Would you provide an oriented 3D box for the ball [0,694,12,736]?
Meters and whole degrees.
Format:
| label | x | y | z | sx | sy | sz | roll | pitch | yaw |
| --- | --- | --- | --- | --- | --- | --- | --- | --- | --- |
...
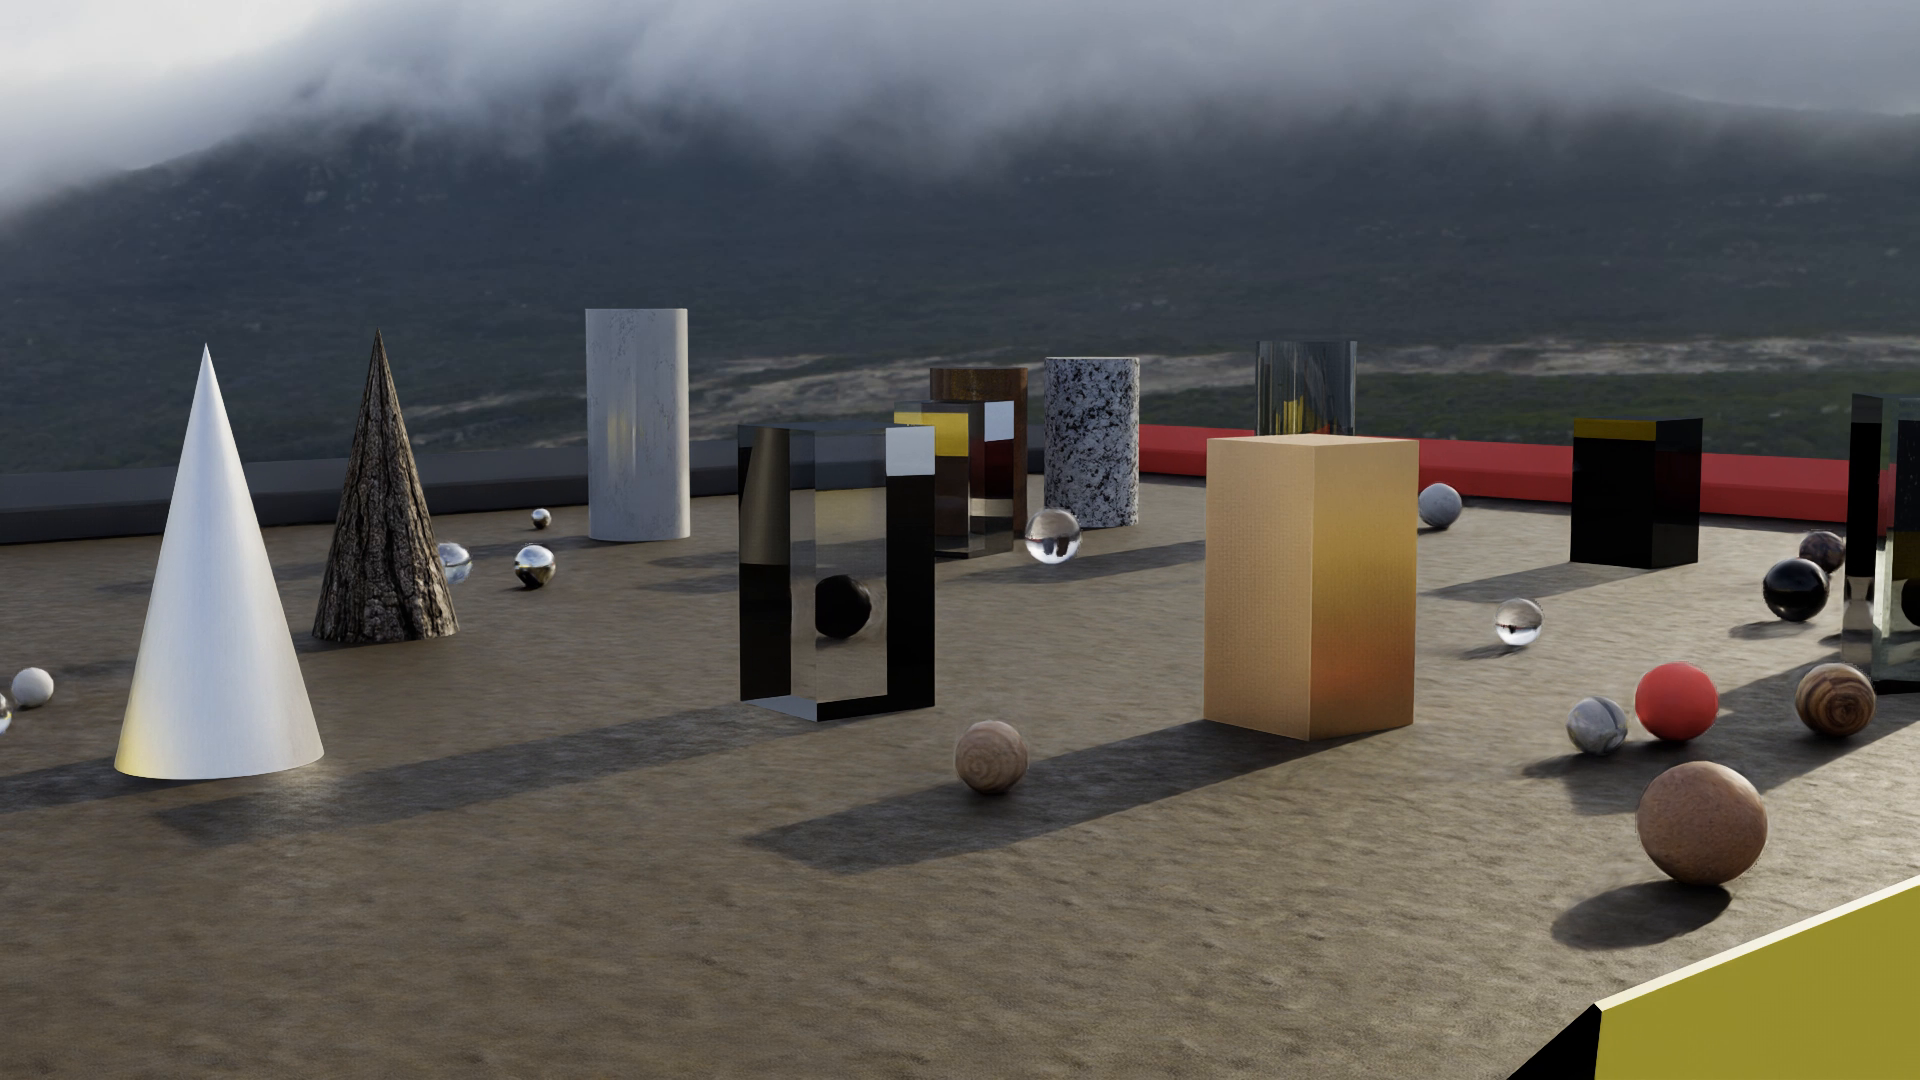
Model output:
| label | x | y | z | sx | sy | sz | roll | pitch | yaw |
| --- | --- | --- | --- | --- | --- | --- | --- | --- | --- |
| ball | -1.014 | 0.182 | 2.283 | 0.054 | 0.054 | 0.054 | 0 | 6 | 0 |

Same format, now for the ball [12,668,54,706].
| label | x | y | z | sx | sy | sz | roll | pitch | yaw |
| --- | --- | --- | --- | --- | --- | --- | --- | --- | --- |
| ball | -1.046 | 0.166 | 2.481 | 0.044 | 0.044 | 0.044 | 0 | 6 | 0 |

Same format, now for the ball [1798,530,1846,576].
| label | x | y | z | sx | sy | sz | roll | pitch | yaw |
| --- | --- | --- | --- | --- | --- | --- | --- | --- | --- |
| ball | 1.456 | 0.022 | 3.712 | 0.076 | 0.076 | 0.076 | 0 | 6 | 0 |

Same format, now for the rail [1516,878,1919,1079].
| label | x | y | z | sx | sy | sz | roll | pitch | yaw |
| --- | --- | --- | --- | --- | --- | --- | --- | --- | --- |
| rail | 1.283 | 0.178 | 1.948 | 4.541 | 0.129 | 0.045 | -5 | 8 | -42 |

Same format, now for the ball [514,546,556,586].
| label | x | y | z | sx | sy | sz | roll | pitch | yaw |
| --- | --- | --- | --- | --- | --- | --- | --- | --- | --- |
| ball | -0.689 | 0.042 | 3.564 | 0.067 | 0.067 | 0.067 | 0 | 6 | 0 |

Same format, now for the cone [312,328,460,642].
| label | x | y | z | sx | sy | sz | roll | pitch | yaw |
| --- | --- | --- | --- | --- | --- | --- | --- | --- | --- |
| cone | -0.799 | -0.084 | 3.039 | 0.199 | 0.426 | 0.199 | 0 | 6 | 0 |

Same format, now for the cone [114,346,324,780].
| label | x | y | z | sx | sy | sz | roll | pitch | yaw |
| --- | --- | --- | --- | --- | --- | --- | --- | --- | --- |
| cone | -0.739 | 0.012 | 2.175 | 0.199 | 0.414 | 0.199 | 0 | 6 | 0 |

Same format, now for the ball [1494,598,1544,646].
| label | x | y | z | sx | sy | sz | roll | pitch | yaw |
| --- | --- | --- | --- | --- | --- | --- | --- | --- | --- |
| ball | 0.744 | 0.109 | 2.930 | 0.064 | 0.064 | 0.064 | 0 | 6 | 0 |

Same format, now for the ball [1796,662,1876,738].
| label | x | y | z | sx | sy | sz | roll | pitch | yaw |
| --- | --- | --- | --- | --- | --- | --- | --- | --- | --- |
| ball | 0.916 | 0.168 | 2.302 | 0.078 | 0.078 | 0.078 | 0 | 6 | 0 |

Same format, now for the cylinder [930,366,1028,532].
| label | x | y | z | sx | sy | sz | roll | pitch | yaw |
| --- | --- | --- | --- | --- | --- | --- | --- | --- | --- |
| cylinder | 0.038 | -0.186 | 4.484 | 0.199 | 0.330 | 0.199 | 0 | 6 | 0 |

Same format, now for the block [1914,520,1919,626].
| label | x | y | z | sx | sy | sz | roll | pitch | yaw |
| --- | --- | --- | --- | --- | --- | --- | --- | --- | --- |
| block | 1.467 | -0.051 | 3.086 | 0.159 | 0.350 | 0.159 | -4 | 7 | -34 |

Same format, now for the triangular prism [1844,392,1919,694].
| label | x | y | z | sx | sy | sz | roll | pitch | yaw |
| --- | --- | --- | --- | --- | --- | --- | --- | --- | --- |
| triangular prism | 1.121 | -0.001 | 2.639 | 0.172 | 0.345 | 0.149 | -2 | 6 | -19 |

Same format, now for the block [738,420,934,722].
| label | x | y | z | sx | sy | sz | roll | pitch | yaw |
| --- | --- | --- | --- | --- | --- | --- | --- | --- | --- |
| block | -0.140 | 0.029 | 2.485 | 0.159 | 0.317 | 0.159 | -4 | 7 | -37 |

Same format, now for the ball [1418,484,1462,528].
| label | x | y | z | sx | sy | sz | roll | pitch | yaw |
| --- | --- | --- | --- | --- | --- | --- | --- | --- | --- |
| ball | 0.985 | -0.070 | 4.520 | 0.092 | 0.092 | 0.092 | 0 | 6 | 0 |

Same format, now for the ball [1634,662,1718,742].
| label | x | y | z | sx | sy | sz | roll | pitch | yaw |
| --- | --- | --- | --- | --- | --- | --- | --- | --- | --- |
| ball | 0.742 | 0.168 | 2.280 | 0.082 | 0.082 | 0.082 | 0 | 6 | 0 |

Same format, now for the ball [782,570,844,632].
| label | x | y | z | sx | sy | sz | roll | pitch | yaw |
| --- | --- | --- | --- | --- | --- | --- | --- | --- | --- |
| ball | -0.204 | 0.086 | 3.050 | 0.086 | 0.086 | 0.086 | 0 | 6 | 0 |

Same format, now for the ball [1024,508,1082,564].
| label | x | y | z | sx | sy | sz | roll | pitch | yaw |
| --- | --- | --- | --- | --- | --- | --- | --- | --- | --- |
| ball | 0.163 | -0.006 | 3.869 | 0.099 | 0.099 | 0.099 | 0 | 6 | 0 |

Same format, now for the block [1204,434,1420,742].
| label | x | y | z | sx | sy | sz | roll | pitch | yaw |
| --- | --- | --- | --- | --- | --- | --- | --- | --- | --- |
| block | 0.378 | 0.045 | 2.376 | 0.159 | 0.307 | 0.159 | -4 | 7 | -37 |

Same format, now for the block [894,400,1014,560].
| label | x | y | z | sx | sy | sz | roll | pitch | yaw |
| --- | --- | --- | --- | --- | --- | --- | --- | --- | --- |
| block | -0.011 | -0.116 | 4.051 | 0.159 | 0.279 | 0.159 | 4 | 7 | 32 |

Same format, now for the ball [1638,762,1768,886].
| label | x | y | z | sx | sy | sz | roll | pitch | yaw |
| --- | --- | --- | --- | --- | --- | --- | --- | --- | --- |
| ball | 0.577 | 0.220 | 1.710 | 0.096 | 0.096 | 0.096 | 0 | 6 | 0 |

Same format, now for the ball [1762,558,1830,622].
| label | x | y | z | sx | sy | sz | roll | pitch | yaw |
| --- | --- | --- | --- | --- | --- | --- | --- | --- | --- |
| ball | 1.201 | 0.072 | 3.159 | 0.092 | 0.092 | 0.092 | 0 | 6 | 0 |

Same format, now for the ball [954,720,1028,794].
| label | x | y | z | sx | sy | sz | roll | pitch | yaw |
| --- | --- | --- | --- | --- | --- | --- | --- | --- | --- |
| ball | 0.029 | 0.201 | 2.034 | 0.068 | 0.068 | 0.068 | 0 | 6 | 0 |

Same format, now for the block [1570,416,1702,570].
| label | x | y | z | sx | sy | sz | roll | pitch | yaw |
| --- | --- | --- | --- | --- | --- | --- | --- | --- | --- |
| block | 1.199 | -0.088 | 3.899 | 0.159 | 0.256 | 0.159 | -6 | 8 | -43 |

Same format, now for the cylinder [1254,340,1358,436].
| label | x | y | z | sx | sy | sz | roll | pitch | yaw |
| --- | --- | --- | --- | --- | --- | --- | --- | --- | --- |
| cylinder | 0.684 | -0.202 | 4.367 | 0.199 | 0.386 | 0.199 | 0 | 6 | 0 |

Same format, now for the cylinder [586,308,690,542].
| label | x | y | z | sx | sy | sz | roll | pitch | yaw |
| --- | --- | --- | --- | --- | --- | --- | --- | --- | --- |
| cylinder | -0.636 | -0.231 | 4.342 | 0.199 | 0.448 | 0.199 | 0 | 6 | 0 |

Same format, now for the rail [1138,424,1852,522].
| label | x | y | z | sx | sy | sz | roll | pitch | yaw |
| --- | --- | --- | --- | --- | --- | --- | --- | --- | --- |
| rail | 1.651 | -0.124 | 4.847 | 0.045 | 0.129 | 3.832 | -5 | 8 | -42 |

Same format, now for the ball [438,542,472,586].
| label | x | y | z | sx | sy | sz | roll | pitch | yaw |
| --- | --- | --- | --- | --- | --- | --- | --- | --- | --- |
| ball | -0.830 | 0.039 | 3.575 | 0.071 | 0.071 | 0.071 | 0 | 6 | 0 |

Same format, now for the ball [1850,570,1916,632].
| label | x | y | z | sx | sy | sz | roll | pitch | yaw |
| --- | --- | --- | --- | --- | --- | --- | --- | --- | --- |
| ball | 1.287 | 0.084 | 3.066 | 0.085 | 0.085 | 0.085 | 0 | 6 | 0 |

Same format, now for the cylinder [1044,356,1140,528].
| label | x | y | z | sx | sy | sz | roll | pitch | yaw |
| --- | --- | --- | --- | --- | --- | --- | --- | --- | --- |
| cylinder | 0.276 | -0.209 | 4.623 | 0.199 | 0.347 | 0.199 | 0 | 6 | 0 |

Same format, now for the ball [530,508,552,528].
| label | x | y | z | sx | sy | sz | roll | pitch | yaw |
| --- | --- | --- | --- | --- | --- | --- | --- | --- | --- |
| ball | -0.859 | -0.043 | 4.510 | 0.041 | 0.041 | 0.041 | 0 | 6 | 0 |

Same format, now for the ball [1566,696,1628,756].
| label | x | y | z | sx | sy | sz | roll | pitch | yaw |
| --- | --- | --- | --- | --- | --- | --- | --- | --- | --- |
| ball | 0.640 | 0.187 | 2.209 | 0.060 | 0.060 | 0.060 | 0 | 6 | 0 |

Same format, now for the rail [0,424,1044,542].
| label | x | y | z | sx | sy | sz | roll | pitch | yaw |
| --- | --- | --- | --- | --- | --- | --- | --- | --- | --- |
| rail | -1.283 | -0.110 | 4.715 | 4.541 | 0.129 | 0.045 | -5 | 8 | -42 |
